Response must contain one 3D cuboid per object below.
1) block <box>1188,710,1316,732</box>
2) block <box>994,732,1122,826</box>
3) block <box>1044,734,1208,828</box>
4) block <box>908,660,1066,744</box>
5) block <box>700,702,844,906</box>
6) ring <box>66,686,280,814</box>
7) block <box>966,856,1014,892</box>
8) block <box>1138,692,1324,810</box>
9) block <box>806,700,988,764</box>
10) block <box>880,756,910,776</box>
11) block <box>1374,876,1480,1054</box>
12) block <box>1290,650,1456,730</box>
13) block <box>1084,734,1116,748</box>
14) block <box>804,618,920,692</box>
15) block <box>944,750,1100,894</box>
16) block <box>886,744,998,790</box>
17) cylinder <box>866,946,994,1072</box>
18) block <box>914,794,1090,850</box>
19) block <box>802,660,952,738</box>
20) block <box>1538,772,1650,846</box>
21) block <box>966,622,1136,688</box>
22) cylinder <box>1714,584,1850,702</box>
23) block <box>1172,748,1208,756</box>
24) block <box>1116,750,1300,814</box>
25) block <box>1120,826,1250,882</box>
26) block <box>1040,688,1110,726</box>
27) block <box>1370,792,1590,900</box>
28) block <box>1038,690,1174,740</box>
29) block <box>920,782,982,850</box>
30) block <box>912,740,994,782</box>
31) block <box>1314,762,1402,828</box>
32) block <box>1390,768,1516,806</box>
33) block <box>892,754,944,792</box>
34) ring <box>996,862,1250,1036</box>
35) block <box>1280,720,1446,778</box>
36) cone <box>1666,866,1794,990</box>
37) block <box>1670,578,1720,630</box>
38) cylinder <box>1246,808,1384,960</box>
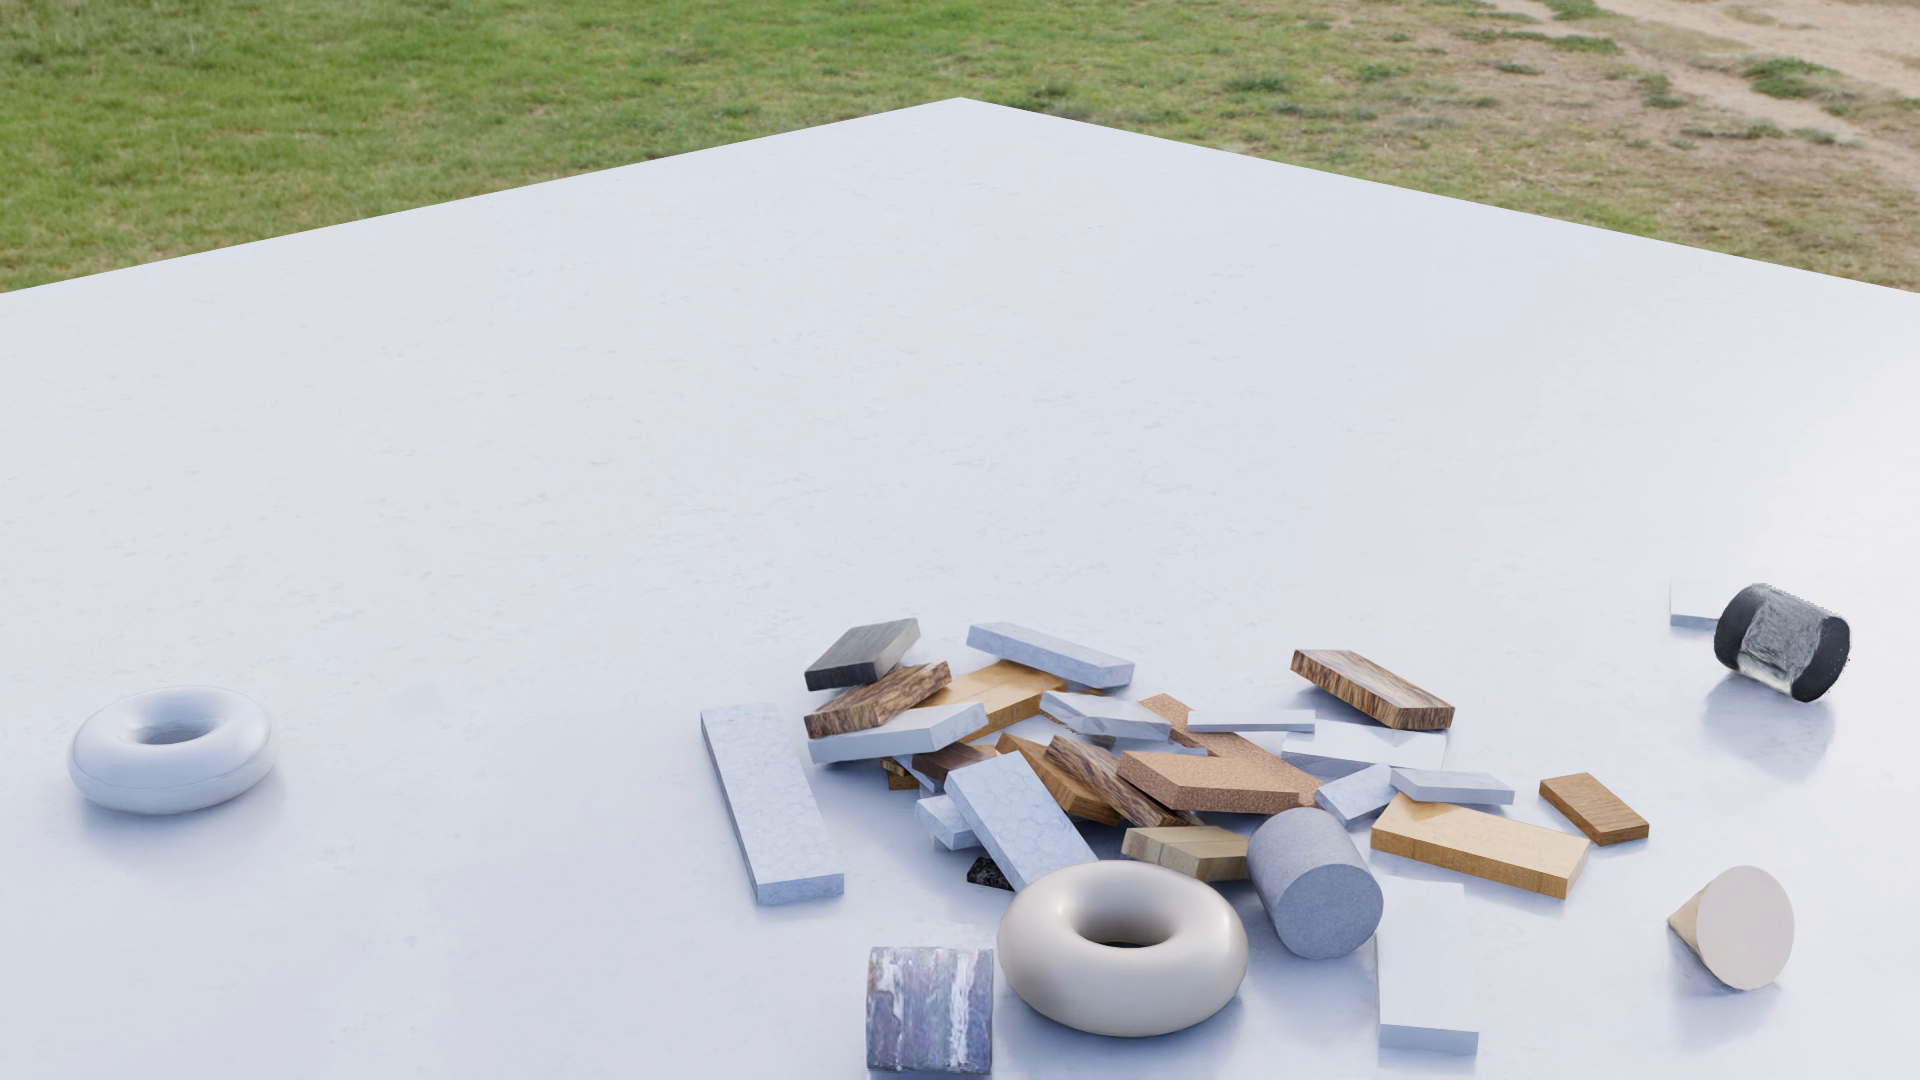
[{"bbox_3d":[0.626,0.389,4.721,0.270,0.018,0.065,-1,22,10],"label":"block"},{"bbox_3d":[0.197,0.476,4.386,0.136,0.039,0.272,22,10,-38],"label":"block"},{"bbox_3d":[0.333,0.500,4.377,0.165,0.047,0.330,20,11,-46],"label":"block"},{"bbox_3d":[0.046,0.358,4.852,0.352,0.050,0.176,-19,29,-37],"label":"block"},{"bbox_3d":[-0.392,0.520,4.474,0.166,0.047,0.733,-6,24,-13],"label":"block"},{"bbox_3d":[-1.631,0.431,4.567,0.421,0.140,0.421,1,22,0],"label":"ring"},{"bbox_3d":[0.087,0.644,4.219,0.133,0.019,0.067,9,24,19],"label":"block"},{"bbox_3d":[0.576,0.450,4.665,0.095,0.027,0.551,-16,28,-32],"label":"block"},{"bbox_3d":[-0.132,0.401,4.572,0.352,0.050,0.176,-11,8,41],"label":"block"},{"bbox_3d":[-0.094,0.450,4.591,0.070,0.020,0.139,20,30,39],"label":"block"},{"bbox_3d":[0.827,0.752,3.929,0.163,0.046,0.473,3,23,8],"label":"block"},{"bbox_3d":[0.910,0.328,4.868,0.172,0.049,0.345,3,17,-35],"label":"block"},{"bbox_3d":[0.297,0.392,4.769,0.074,0.021,0.148,25,21,-11],"label":"block"},{"bbox_3d":[-0.218,0.258,4.986,0.166,0.047,0.331,-10,12,18],"label":"block"},{"bbox_3d":[0.125,0.558,4.229,0.165,0.047,0.330,-14,49,-30],"label":"block"},{"bbox_3d":[-0.036,0.475,4.599,0.232,0.033,0.116,-2,23,-5],"label":"block"},{"bbox_3d":[-0.048,0.780,3.660,0.202,0.202,0.202,1,23,3],"label":"cylinder"},{"bbox_3d":[0.112,0.534,4.388,0.391,0.039,0.136,-8,26,-33],"label":"block"},{"bbox_3d":[-0.174,0.342,4.747,0.176,0.050,0.352,-12,7,28],"label":"block"},{"bbox_3d":[1.279,0.542,4.443,0.111,0.031,0.222,-7,24,-16],"label":"block"},{"bbox_3d":[0.205,0.260,4.997,0.345,0.049,0.172,17,9,29],"label":"block"},{"bbox_3d":[1.852,0.231,4.954,0.205,0.205,0.205,-14,27,-29],"label":"cylinder"},{"bbox_3d":[0.469,0.455,4.558,0.065,0.018,0.130,-4,-18,-6],"label":"block"},{"bbox_3d":[0.498,0.487,4.402,0.345,0.049,0.172,8,14,-39],"label":"block"},{"bbox_3d":[0.463,0.590,4.151,0.163,0.046,0.327,19,6,37],"label":"block"},{"bbox_3d":[0.259,0.367,4.868,0.148,0.021,0.074,-16,28,-33],"label":"block"},{"bbox_3d":[1.016,0.594,4.301,0.387,0.047,0.165,12,26,27],"label":"block"},{"bbox_3d":[0.313,0.375,4.696,0.272,0.039,0.136,9,14,-42],"label":"block"},{"bbox_3d":[-0.010,0.547,4.429,0.116,0.033,0.232,-3,23,-7],"label":"block"},{"bbox_3d":[0.030,0.469,4.427,0.232,0.033,0.116,21,25,31],"label":"block"},{"bbox_3d":[0.822,0.517,4.468,0.191,0.027,0.095,-16,47,-33],"label":"block"},{"bbox_3d":[0.999,0.501,4.466,0.222,0.031,0.111,5,12,-18],"label":"block"},{"bbox_3d":[-0.065,0.464,4.516,0.074,0.021,0.149,-14,33,-33],"label":"block"},{"bbox_3d":[0.287,0.716,3.888,0.446,0.149,0.446,1,22,0],"label":"ring"},{"bbox_3d":[0.852,0.450,4.642,0.327,0.046,0.163,7,24,15],"label":"block"},{"bbox_3d":[1.353,0.696,3.994,0.217,0.217,0.217,-10,-2,-22],"label":"cone"},{"bbox_3d":[1.787,0.155,5.355,0.111,0.031,0.222,6,24,15],"label":"block"},{"bbox_3d":[0.647,0.627,4.026,0.201,0.201,0.201,-3,23,-8],"label":"cylinder"}]
